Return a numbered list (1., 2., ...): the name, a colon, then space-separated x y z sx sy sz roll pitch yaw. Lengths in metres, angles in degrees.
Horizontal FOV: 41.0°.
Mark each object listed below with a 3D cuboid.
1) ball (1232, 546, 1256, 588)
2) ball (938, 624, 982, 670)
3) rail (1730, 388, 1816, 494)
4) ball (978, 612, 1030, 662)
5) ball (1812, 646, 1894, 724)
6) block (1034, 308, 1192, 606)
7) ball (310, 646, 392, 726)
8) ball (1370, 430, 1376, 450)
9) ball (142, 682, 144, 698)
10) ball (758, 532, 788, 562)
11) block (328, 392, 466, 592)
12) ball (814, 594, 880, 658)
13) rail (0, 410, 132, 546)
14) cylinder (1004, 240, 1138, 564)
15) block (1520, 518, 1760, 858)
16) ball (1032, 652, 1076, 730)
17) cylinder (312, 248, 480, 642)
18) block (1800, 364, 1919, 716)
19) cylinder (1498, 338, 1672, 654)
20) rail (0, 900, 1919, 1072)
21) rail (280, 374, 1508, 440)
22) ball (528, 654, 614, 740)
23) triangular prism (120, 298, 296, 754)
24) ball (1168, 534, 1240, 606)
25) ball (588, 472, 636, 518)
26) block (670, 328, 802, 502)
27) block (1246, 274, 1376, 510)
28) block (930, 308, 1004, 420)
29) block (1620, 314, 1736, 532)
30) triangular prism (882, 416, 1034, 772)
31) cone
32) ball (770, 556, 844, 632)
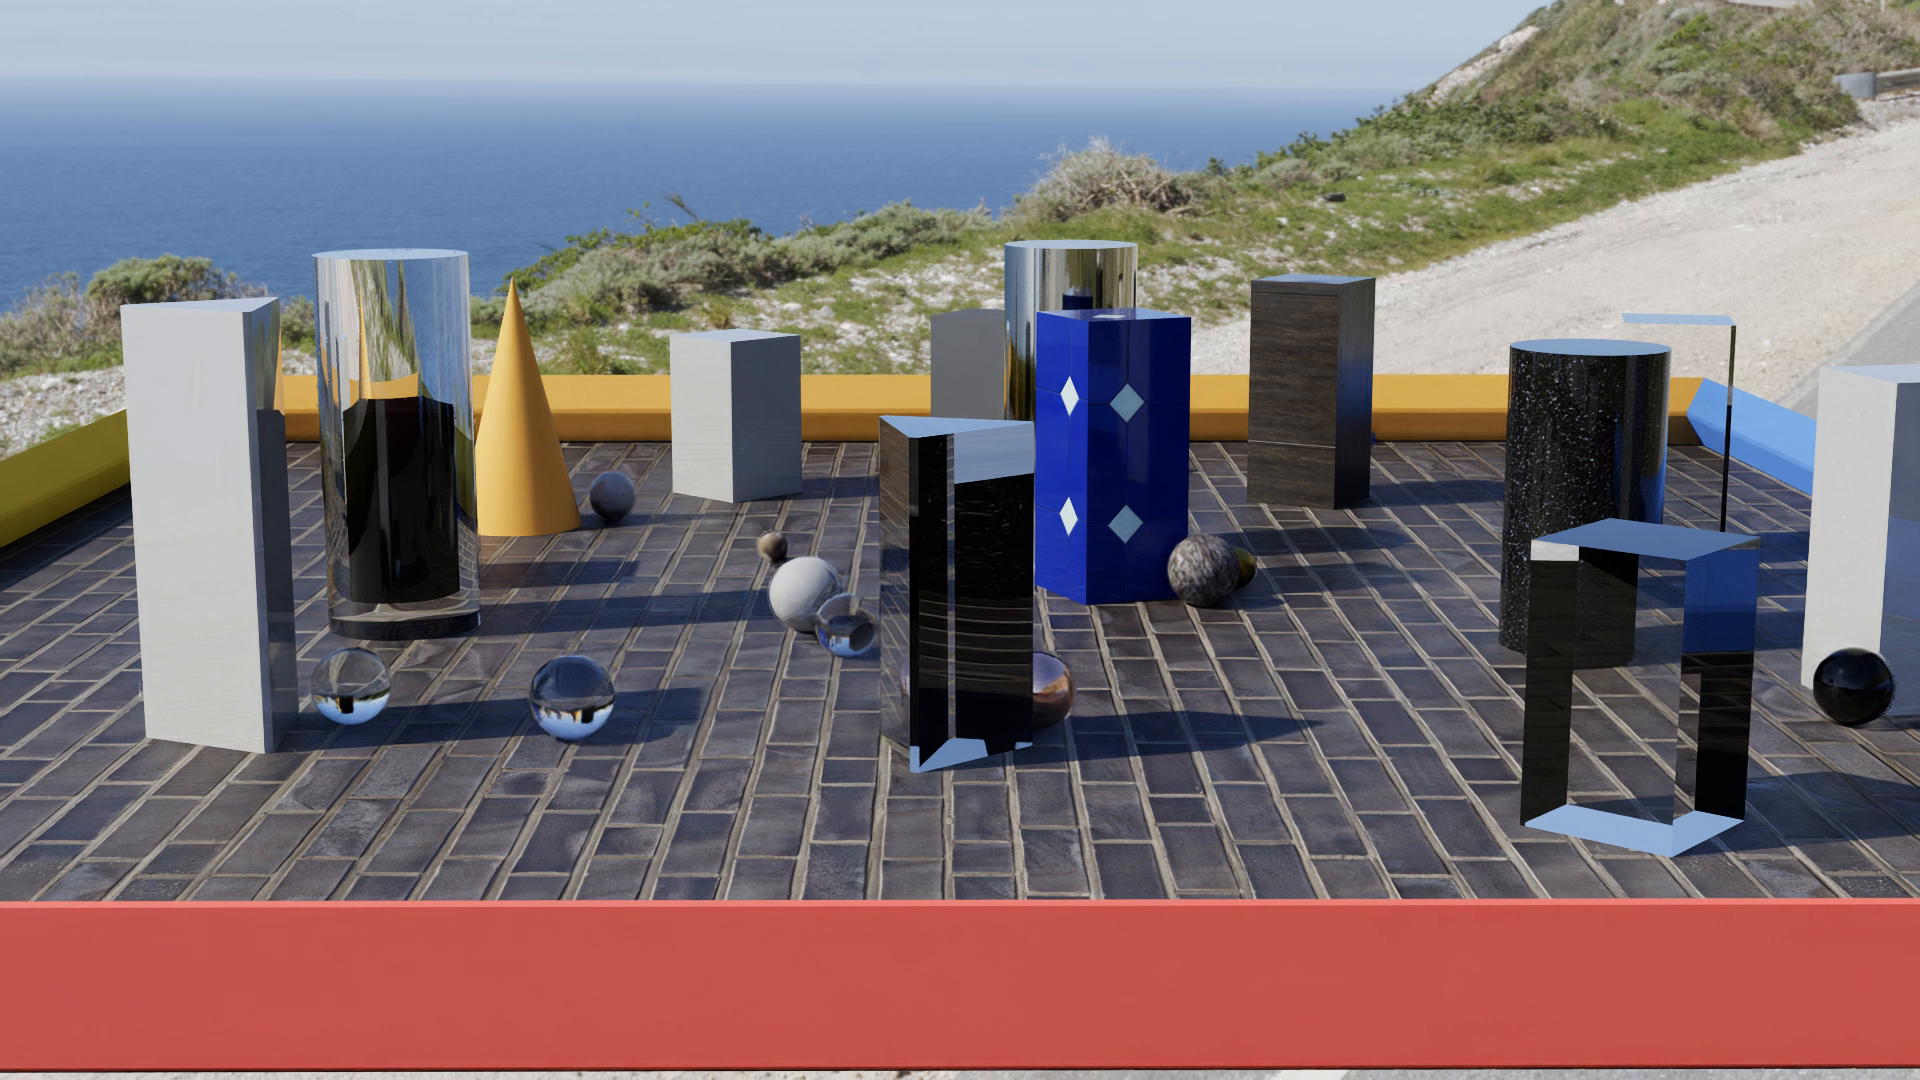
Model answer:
1. ball: 0.389 0.038 3.618 0.058 0.058 0.058 0 10 0
2. ball: 0.000 0.131 3.130 0.055 0.055 0.055 0 10 0
3. rail: 1.442 0.031 3.457 0.045 0.128 3.212 0 10 0
4. ball: 0.054 0.120 3.164 0.063 0.063 0.063 0 10 0
5. ball: 0.998 0.163 2.866 0.087 0.087 0.087 0 10 0
6. block: 0.211 -0.120 3.568 0.158 0.388 0.158 -5 12 -24
7. ball: -0.680 0.163 2.864 0.088 0.088 0.088 0 10 0
8. ball: 0.758 -0.189 4.853 0.056 0.056 0.056 0 10 0
9. ball: -0.877 0.167 2.876 0.075 0.075 0.075 0 10 0
10. ball: -0.278 0.010 3.807 0.044 0.044 0.044 0 10 0
11. block: -0.797 -0.070 3.642 0.158 0.263 0.158 0 11 -3
12. ball: -0.140 0.106 3.191 0.080 0.080 0.080 0 10 0
13. rail: -1.442 0.034 3.441 0.045 0.128 3.212 0 10 0
14. cylinder: 0.164 -0.208 3.832 0.197 0.465 0.197 0 10 0
15. block: 0.655 0.137 2.472 0.158 0.282 0.158 9 14 40
16. ball: 0.085 0.167 2.846 0.087 0.087 0.087 0 10 0
17. cylinder: -0.731 -0.128 3.337 0.197 0.487 0.197 0 10 0
18. block: 1.095 -0.004 2.962 0.158 0.380 0.158 -2 11 -12
19. cylinder: 0.787 -0.055 3.236 0.197 0.380 0.197 0 10 0
20. rail: 0.009 0.321 1.893 2.932 0.128 0.045 0 10 0
21. rail: -0.009 -0.255 5.005 2.932 0.128 0.045 0 10 0
22. ball: -0.424 0.171 2.802 0.094 0.094 0.094 0 10 0
23. triangular prism: -0.786 -0.023 2.808 0.171 0.474 0.148 5 12 25
24. ball: 0.332 0.040 3.495 0.099 0.099 0.099 0 10 0
25. ball: -0.565 -0.073 4.165 0.077 0.077 0.077 0 10 0
26. block: -0.384 -0.217 4.406 0.158 0.272 0.158 10 14 43
27. block: 0.592 -0.253 4.326 0.158 0.374 0.158 6 12 30
28. block: 0.054 -0.252 4.533 0.158 0.296 0.158 5 12 26
29. block: 1.065 -0.154 3.842 0.158 0.354 0.158 2 11 13
30. triangular prism: -0.035 0.049 2.752 0.171 0.353 0.148 -9 14 -42
31. cone: -0.705 -0.220 4.076 0.197 0.399 0.197 0 10 0
32. ball: -0.199 0.070 3.338 0.098 0.098 0.098 0 10 0
